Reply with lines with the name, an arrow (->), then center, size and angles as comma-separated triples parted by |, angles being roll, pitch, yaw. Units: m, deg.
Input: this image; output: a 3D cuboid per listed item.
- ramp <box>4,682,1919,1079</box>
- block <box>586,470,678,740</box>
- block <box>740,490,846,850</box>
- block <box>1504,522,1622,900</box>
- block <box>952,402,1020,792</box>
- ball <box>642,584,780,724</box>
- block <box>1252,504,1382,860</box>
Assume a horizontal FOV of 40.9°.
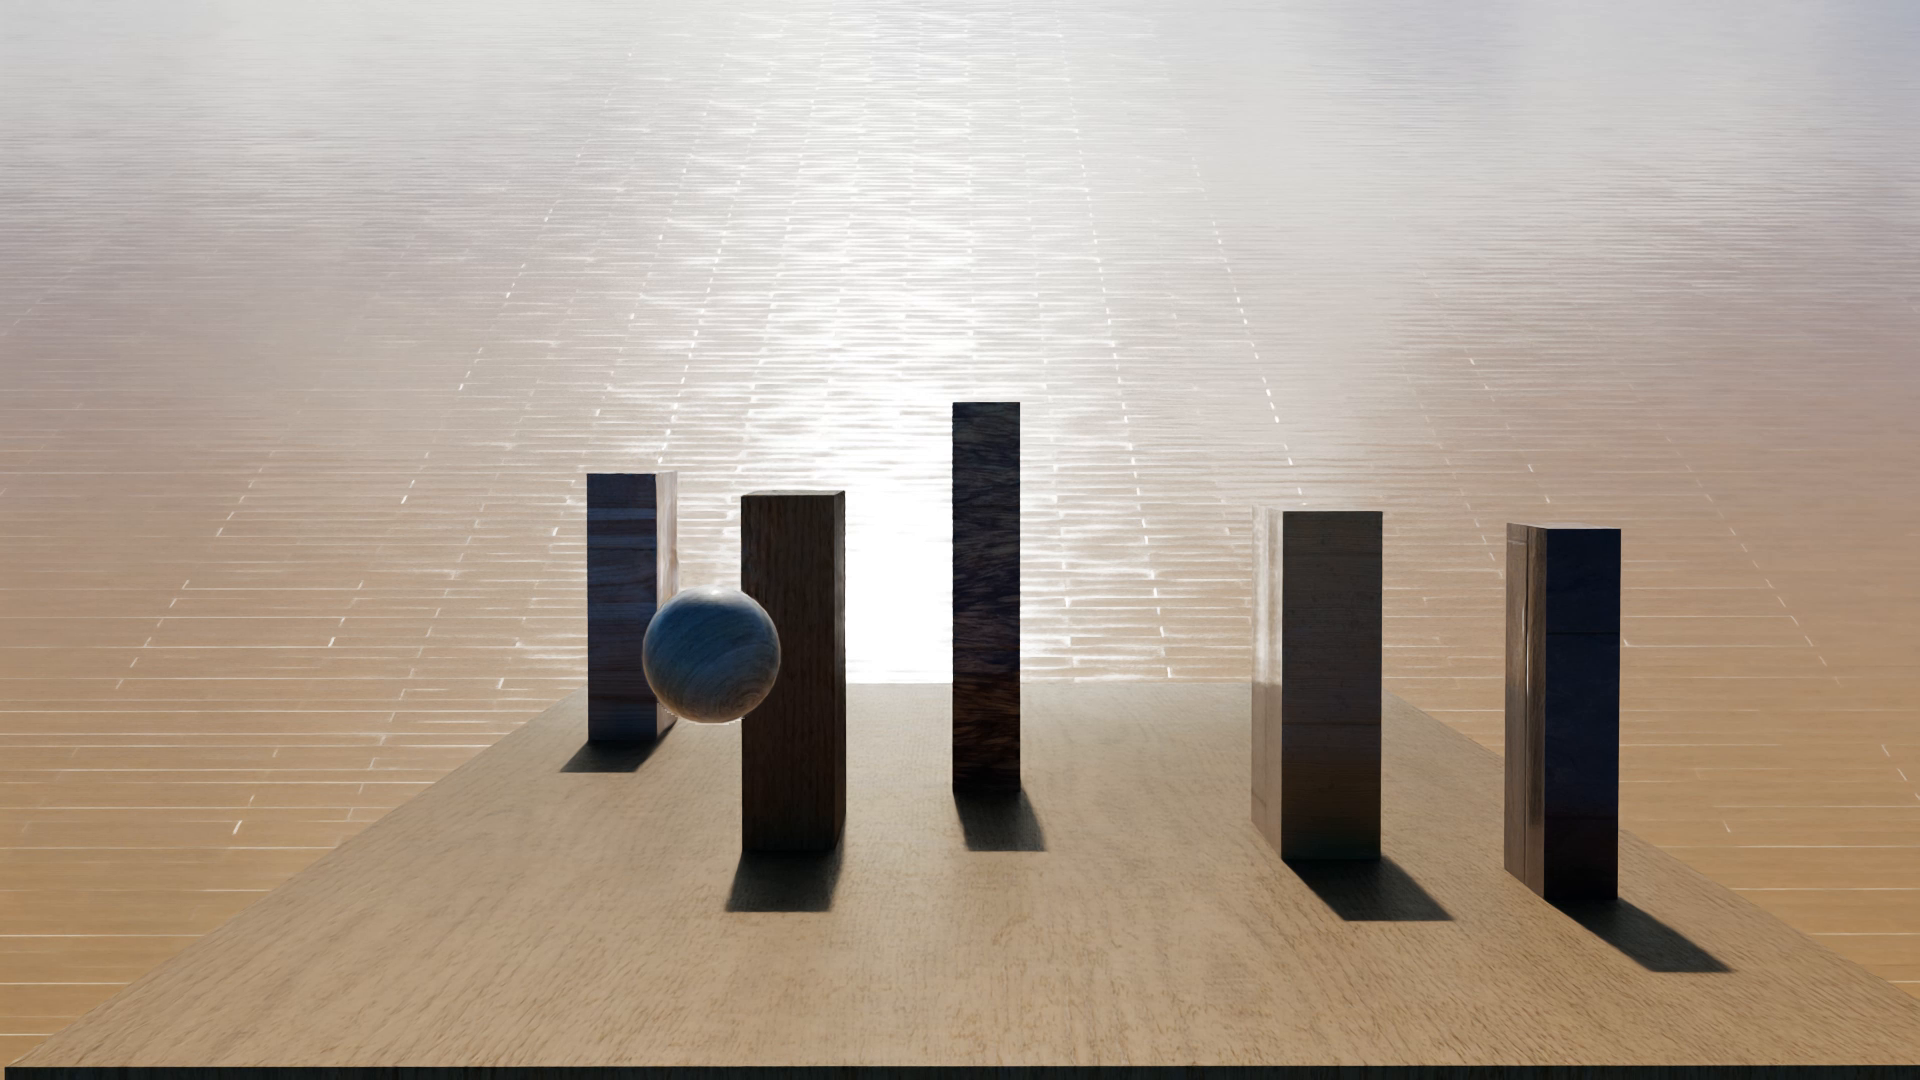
ramp -> 0.054, 0.491, 4.542 | 2.000, 0.100, 4.000 | 0, 2, 0
block -> -0.695, 0.129, 5.493 | 0.142, 0.549, 0.410 | 0, 2, 0
block -> -0.258, 0.192, 4.068 | 0.140, 0.535, 0.409 | 0, 2, 0
block -> 0.832, 0.229, 3.571 | 0.099, 0.498, 0.251 | 0, 2, 0
block -> 0.046, 0.095, 4.631 | 0.119, 0.683, 0.264 | 0, 2, 0
ball -> -0.269, 0.123, 2.788 | 0.150, 0.150, 0.150 | 0, 24, 0
block -> 0.545, 0.206, 3.971 | 0.147, 0.513, 0.386 | 0, 2, 0
